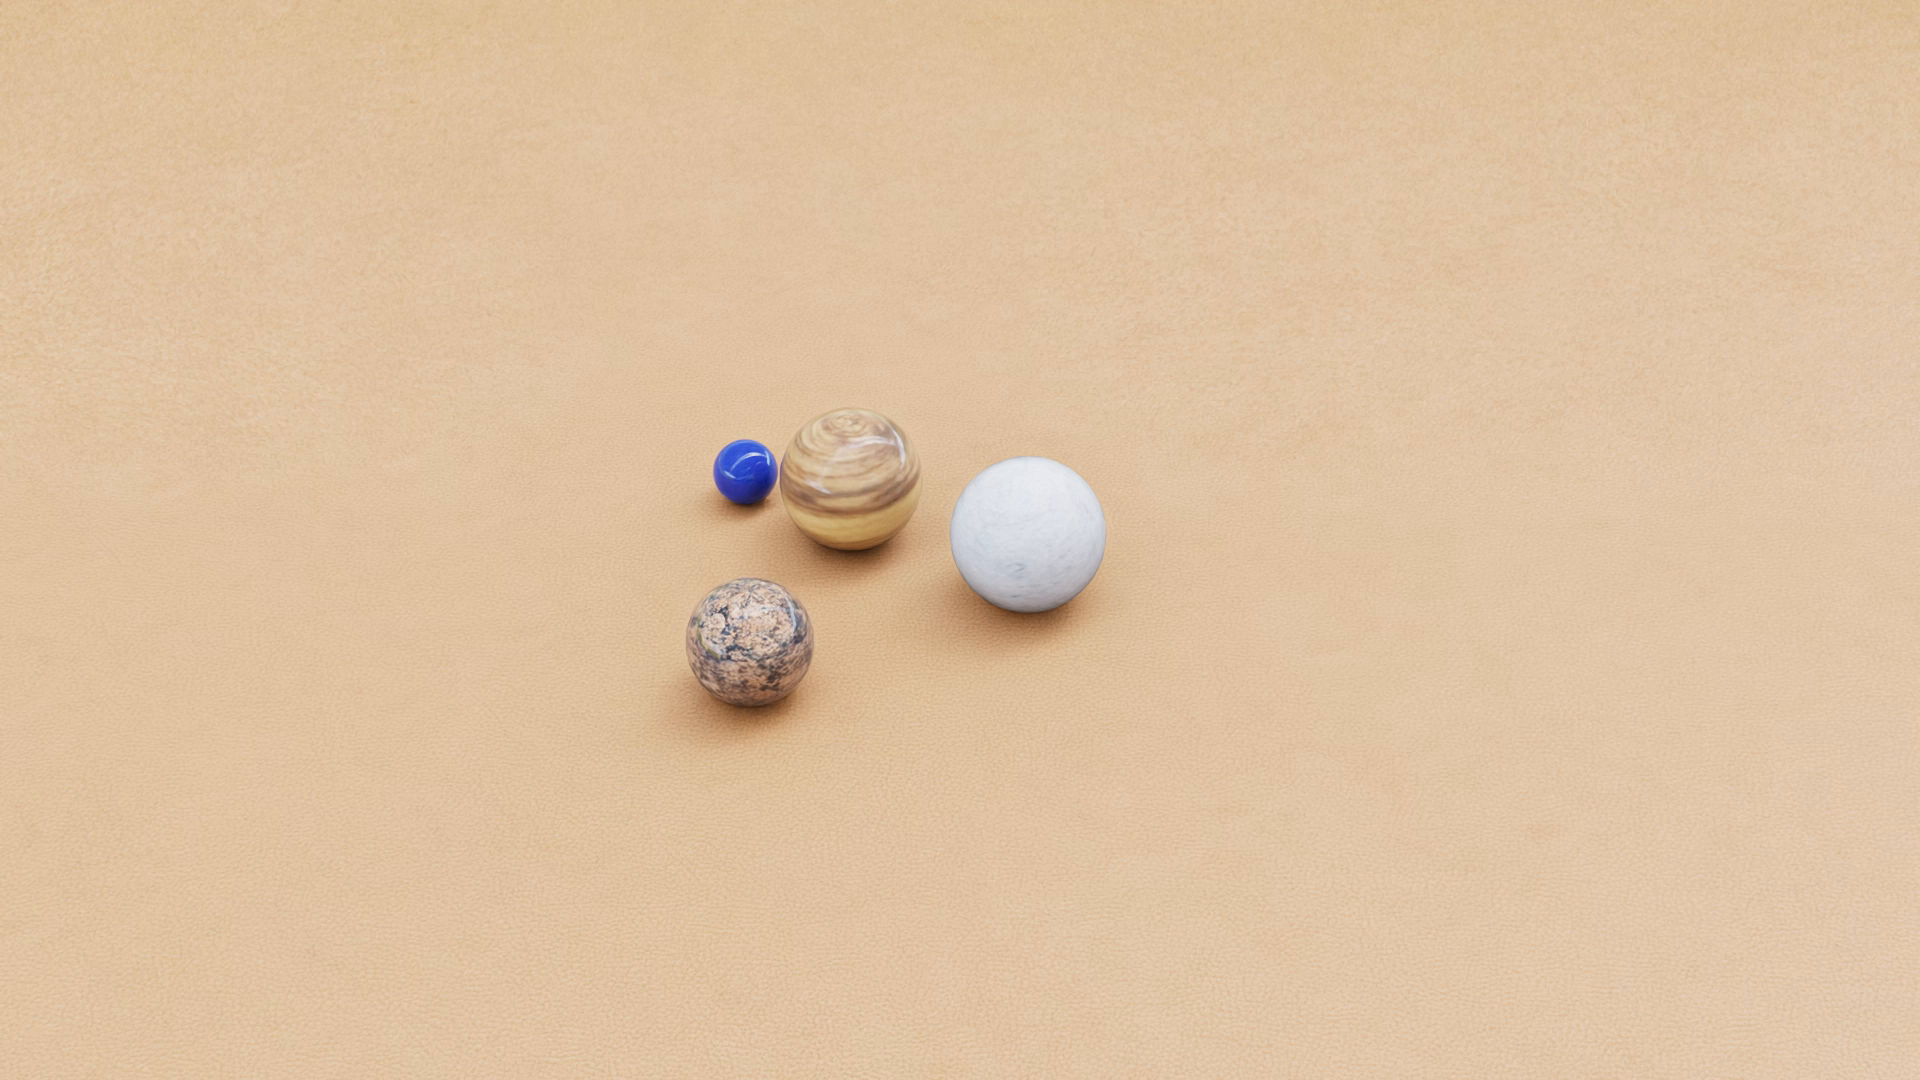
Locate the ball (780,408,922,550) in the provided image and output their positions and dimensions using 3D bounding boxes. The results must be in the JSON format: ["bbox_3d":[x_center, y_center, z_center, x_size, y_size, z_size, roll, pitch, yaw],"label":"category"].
[{"bbox_3d":[-0.070,-0.039,1.639,0.092,0.092,0.092,0,36,0],"label":"ball"}]

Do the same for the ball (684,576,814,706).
[{"bbox_3d":[-0.124,0.060,1.517,0.077,0.077,0.077,0,36,0],"label":"ball"}]

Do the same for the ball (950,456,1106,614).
[{"bbox_3d":[0.042,-0.003,1.586,0.097,0.097,0.097,0,36,0],"label":"ball"}]

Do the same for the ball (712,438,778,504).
[{"bbox_3d":[-0.141,-0.045,1.689,0.043,0.043,0.043,0,36,0],"label":"ball"}]
